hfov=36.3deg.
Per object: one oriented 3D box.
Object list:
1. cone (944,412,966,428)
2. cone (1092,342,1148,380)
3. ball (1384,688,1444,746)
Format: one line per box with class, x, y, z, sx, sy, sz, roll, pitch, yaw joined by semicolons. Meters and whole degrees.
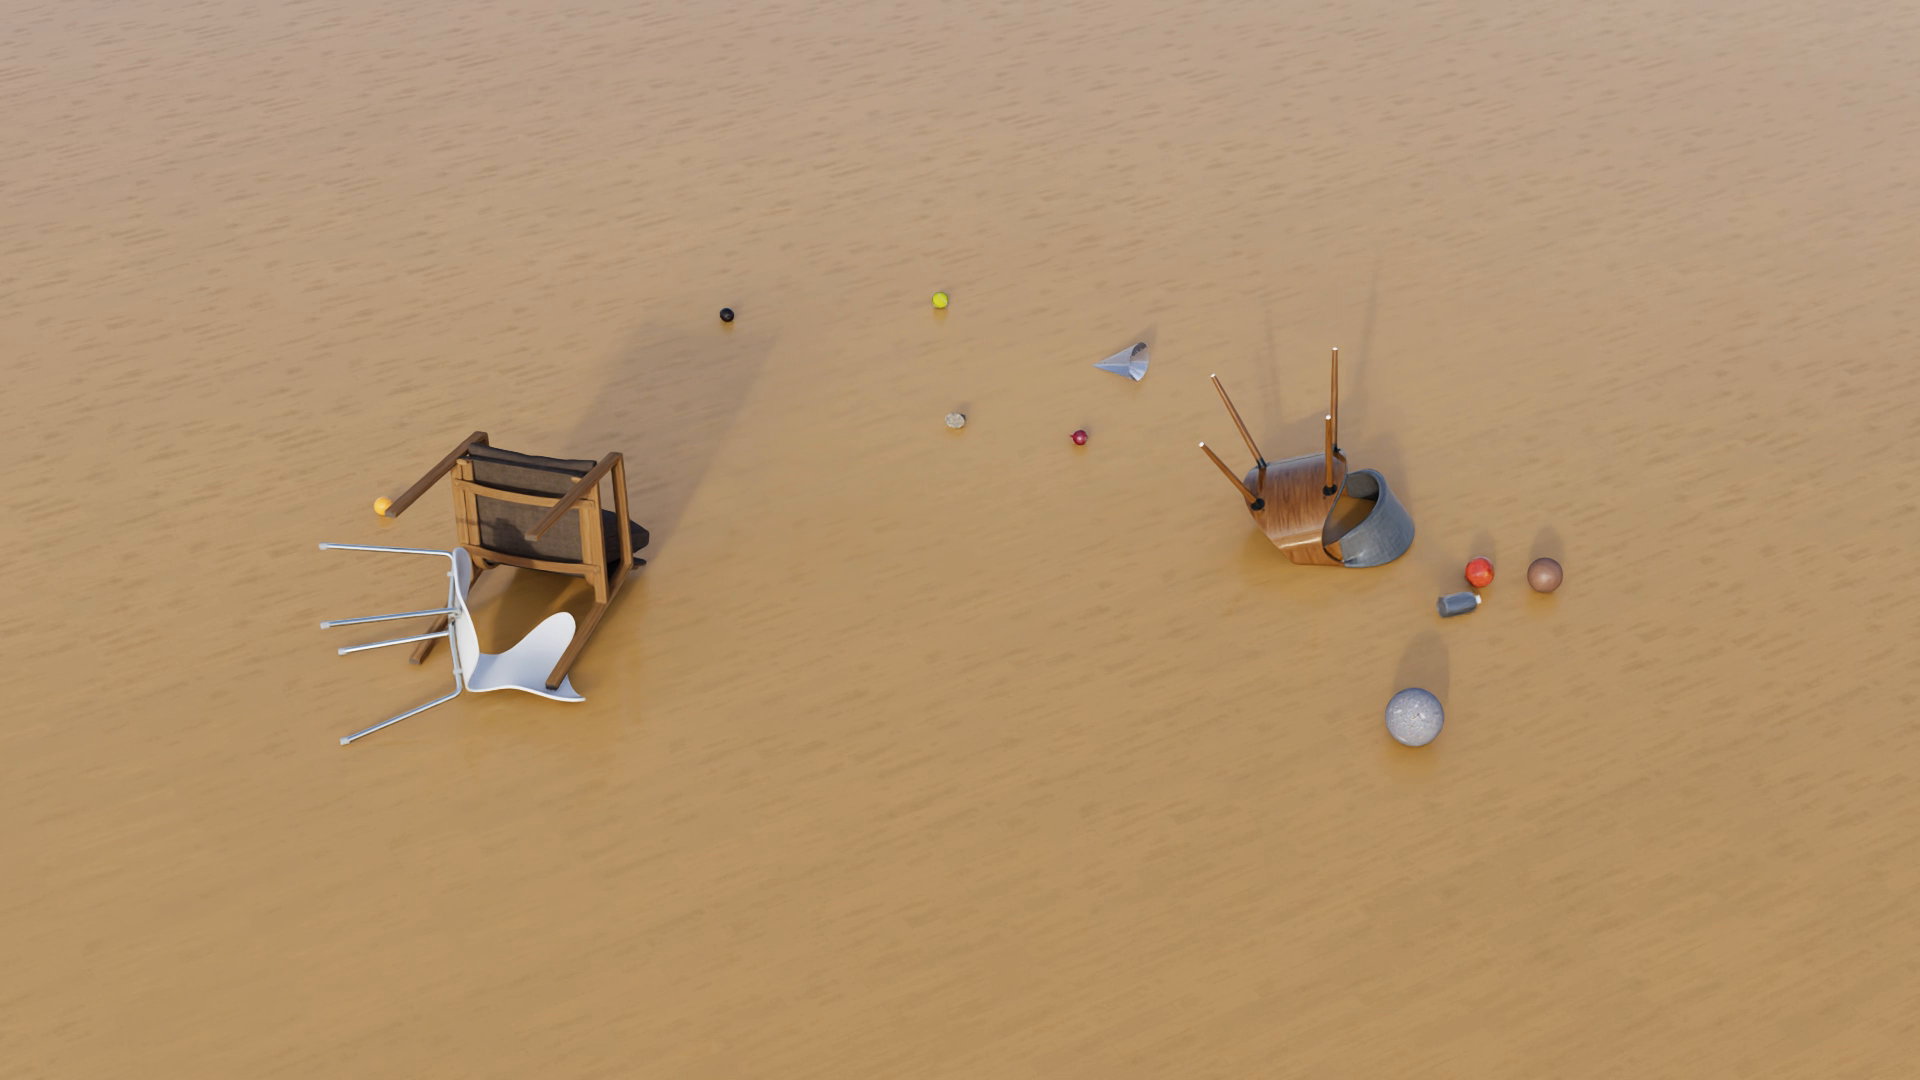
cone;0.000;-0.486;11.655;0.085;0.061;0.103;9;17;23
cone;0.635;-0.722;11.981;0.214;0.135;0.212;-3;31;29
ball;1.528;0.596;9.860;0.198;0.198;0.198;0;33;0
